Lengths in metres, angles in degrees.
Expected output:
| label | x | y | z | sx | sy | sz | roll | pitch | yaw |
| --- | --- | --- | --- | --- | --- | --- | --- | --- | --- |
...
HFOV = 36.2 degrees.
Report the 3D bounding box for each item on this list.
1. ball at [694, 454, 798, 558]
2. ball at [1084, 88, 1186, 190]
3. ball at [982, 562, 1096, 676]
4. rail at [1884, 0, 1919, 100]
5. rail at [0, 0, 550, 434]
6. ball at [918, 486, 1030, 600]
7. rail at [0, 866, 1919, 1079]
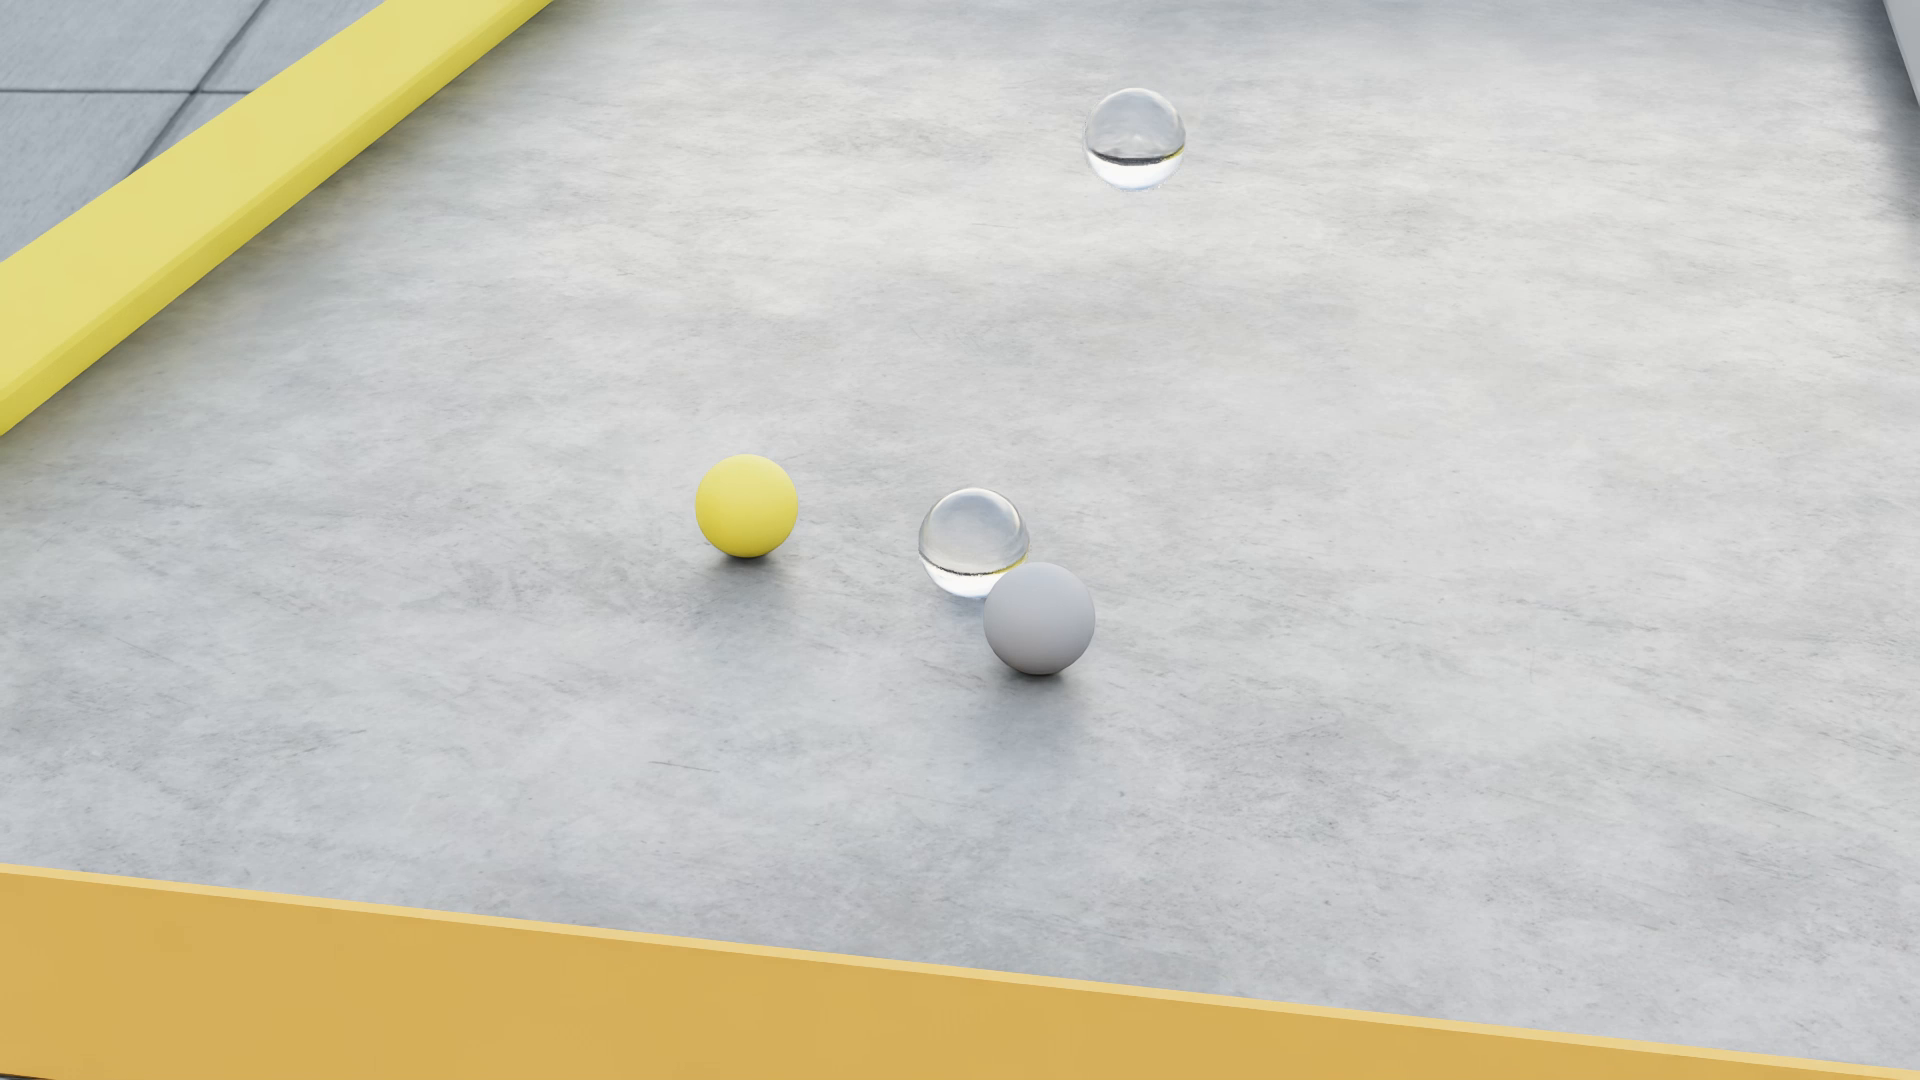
| label | x | y | z | sx | sy | sz | roll | pitch | yaw |
| --- | --- | --- | --- | --- | --- | --- | --- | --- | --- |
| ball | -0.144 | -0.023 | 1.981 | 0.070 | 0.070 | 0.070 | 0 | 25 | 0 |
| ball | 0.160 | -0.367 | 2.695 | 0.093 | 0.093 | 0.093 | 0 | 25 | 0 |
| ball | 0.049 | 0.049 | 1.826 | 0.070 | 0.070 | 0.070 | 0 | 25 | 0 |
| rail | 0.835 | -0.226 | 2.355 | 0.045 | 0.121 | 2.529 | 5 | 25 | 10 |
| rail | -0.591 | -0.344 | 2.609 | 0.045 | 0.121 | 2.529 | 5 | 25 | 10 |
| ball | 0.009 | 0.002 | 1.923 | 0.074 | 0.074 | 0.074 | 0 | 25 | 0 |
| rail | -0.117 | 0.228 | 1.377 | 1.501 | 0.121 | 0.045 | 5 | 25 | 10 |
